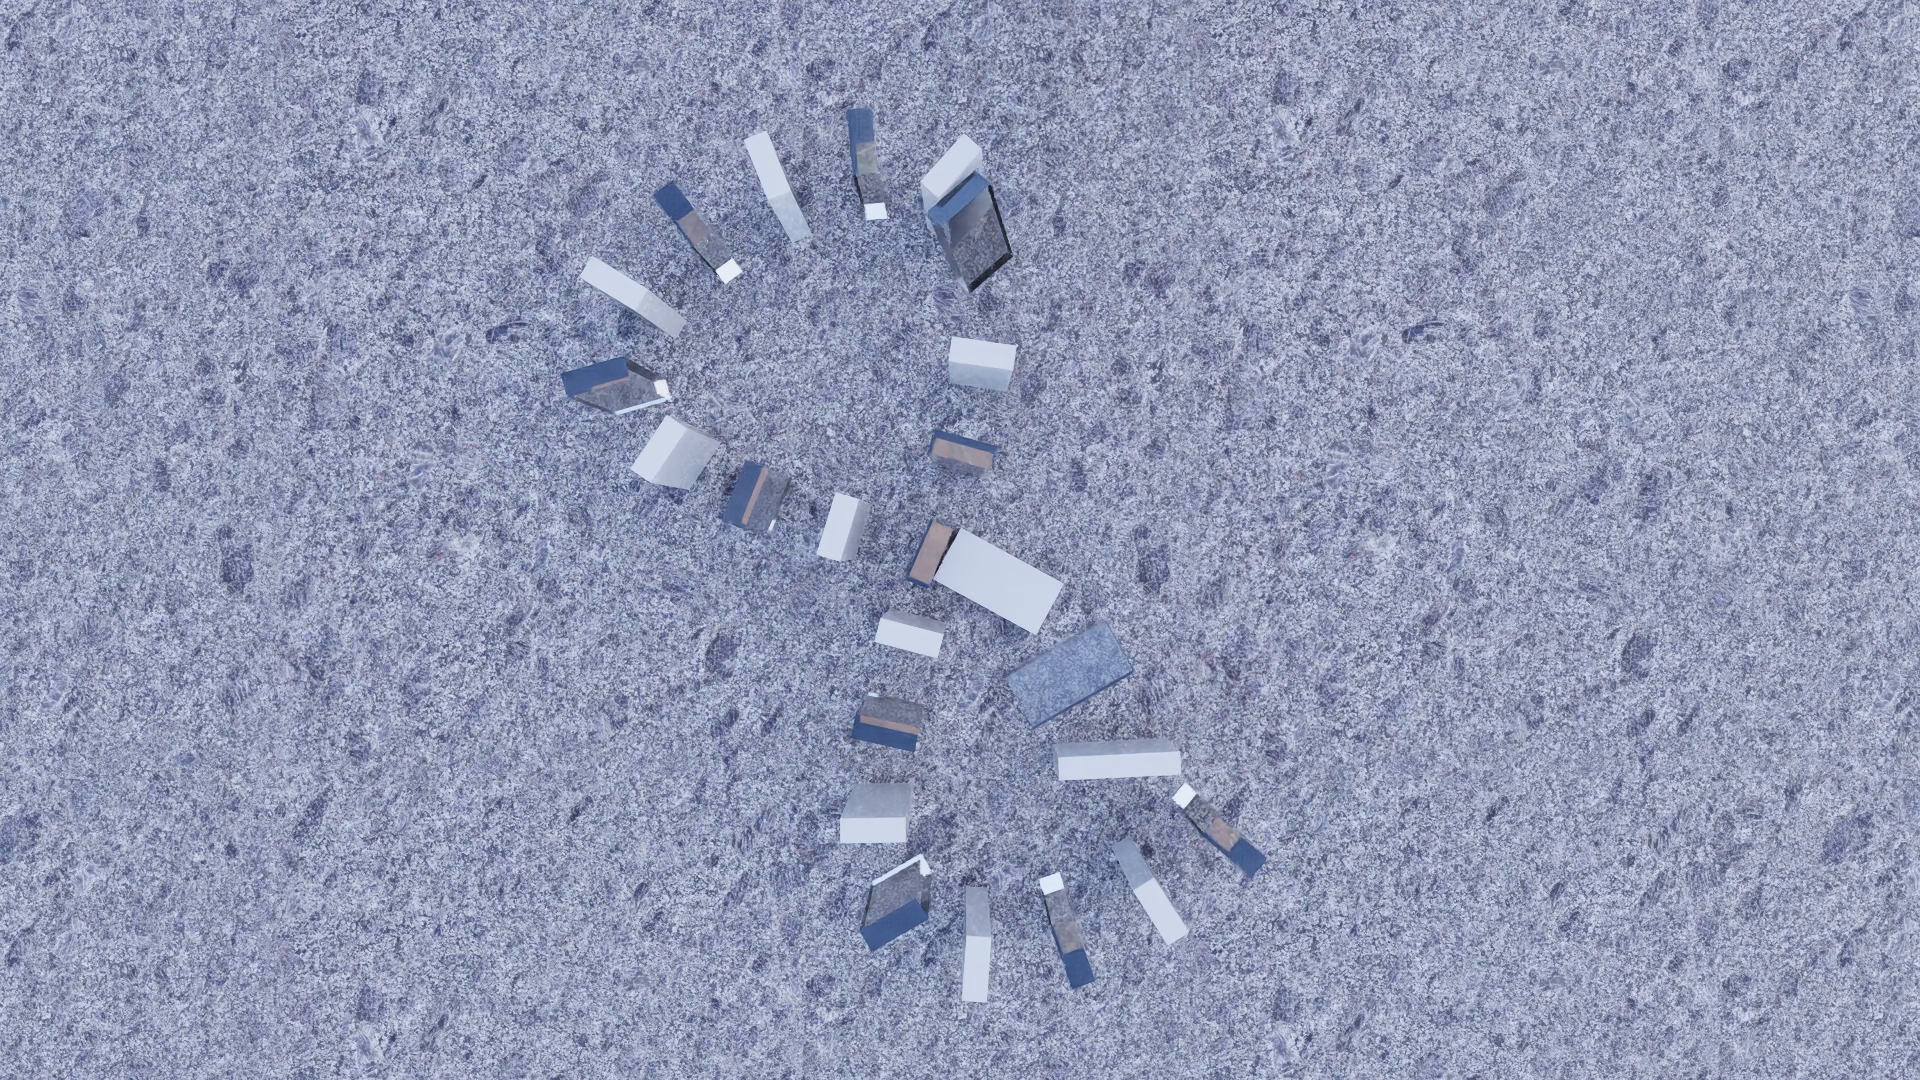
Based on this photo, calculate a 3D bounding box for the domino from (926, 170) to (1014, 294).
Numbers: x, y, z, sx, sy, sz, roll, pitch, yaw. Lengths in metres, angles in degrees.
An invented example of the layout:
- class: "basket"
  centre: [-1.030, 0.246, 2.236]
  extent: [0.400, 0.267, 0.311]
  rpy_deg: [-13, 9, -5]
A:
- class: "domino"
  centre: [0.005, -0.125, 0.375]
  extent: [0.025, 0.050, 0.010]
  rpy_deg: [-41, 70, 0]

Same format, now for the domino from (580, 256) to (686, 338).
- class: "domino"
  centre: [-0.132, -0.098, 0.375]
  extent: [0.025, 0.050, 0.010]
  rpy_deg: [31, 90, 0]

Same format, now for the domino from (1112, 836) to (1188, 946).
- class: "domino"
  centre: [0.077, 0.142, 0.375]
  extent: [0.009, 0.050, 0.025]
  rpy_deg: [-32, 90, 0]

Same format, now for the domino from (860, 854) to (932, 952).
- class: "domino"
  centre: [-0.025, 0.147, 0.375]
  extent: [0.025, 0.050, 0.010]
  rpy_deg: [-30, 90, 0]

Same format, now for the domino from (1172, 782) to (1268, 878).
- class: "domino"
  centre: [0.105, 0.117, 0.375]
  extent: [0.025, 0.050, 0.010]
  rpy_deg: [40, 90, 0]

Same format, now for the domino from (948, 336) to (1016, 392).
- class: "domino"
  centre: [0.009, -0.071, 0.375]
  extent: [0.025, 0.050, 0.009]
  rpy_deg: [8, 90, 0]

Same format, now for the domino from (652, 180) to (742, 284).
- class: "domino"
  centre: [-0.106, -0.125, 0.375]
  extent: [0.009, 0.050, 0.025]
  rpy_deg: [-36, 90, 0]

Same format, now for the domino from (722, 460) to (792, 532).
- class: "domino"
  centre: [-0.082, -0.017, 0.375]
  extent: [0.009, 0.050, 0.025]
  rpy_deg: [22, 90, 0]

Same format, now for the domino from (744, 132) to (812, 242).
- class: "domino"
  centre: [-0.074, -0.143, 0.375]
  extent: [0.009, 0.050, 0.025]
  rpy_deg: [-22, 90, 0]

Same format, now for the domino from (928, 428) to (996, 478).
- class: "domino"
  centre: [0.001, -0.035, 0.375]
  extent: [0.025, 0.050, 0.009]
  rpy_deg: [16, 90, 0]

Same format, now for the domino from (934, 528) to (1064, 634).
- class: "domino"
  centre: [0.016, 0.018, 0.395]
  extent: [0.050, 0.010, 0.025]
  rpy_deg: [29, 90, 0]

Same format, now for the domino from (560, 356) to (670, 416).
- class: "domino"
  centre: [-0.139, -0.062, 0.375]
  extent: [0.025, 0.050, 0.010]
  rpy_deg: [-16, 90, 0]

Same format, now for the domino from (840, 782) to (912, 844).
- class: "domino"
  centre: [-0.033, 0.111, 0.375]
  extent: [0.025, 0.050, 0.009]
  rpy_deg: [-1, 90, 0]

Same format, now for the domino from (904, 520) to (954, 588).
- class: "domino"
  centre: [-0.012, 0.005, 0.375]
  extent: [0.009, 0.050, 0.025]
  rpy_deg: [24, 90, 0]

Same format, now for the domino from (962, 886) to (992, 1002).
- class: "domino"
  centre: [0.006, 0.164, 0.375]
  extent: [0.010, 0.050, 0.025]
  rpy_deg: [4, 90, 0]

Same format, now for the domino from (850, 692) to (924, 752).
- class: "domino"
  centre: [-0.029, 0.074, 0.375]
  extent: [0.025, 0.050, 0.009]
  rpy_deg: [13, 90, 0]

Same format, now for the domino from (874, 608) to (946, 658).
- class: "domino"
  centre: [-0.019, 0.037, 0.375]
  extent: [0.025, 0.050, 0.009]
  rpy_deg: [15, 90, 0]

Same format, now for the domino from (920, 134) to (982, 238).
- class: "domino"
  centre: [-0.003, -0.143, 0.375]
  extent: [0.009, 0.050, 0.025]
  rpy_deg: [42, 90, 2]

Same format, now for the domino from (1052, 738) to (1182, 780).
- class: "domino"
  centre: [0.065, 0.092, 0.388]
  extent: [0.050, 0.025, 0.009]
  rpy_deg: [-3, 90, 0]

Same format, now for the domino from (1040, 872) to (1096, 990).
- class: "domino"
  centre: [0.043, 0.158, 0.375]
  extent: [0.009, 0.050, 0.025]
  rpy_deg: [-20, 90, 0]

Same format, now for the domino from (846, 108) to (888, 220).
- class: "domino"
  centre: [-0.037, -0.153, 0.375]
  extent: [0.010, 0.050, 0.025]
  rpy_deg: [-5, 90, 0]

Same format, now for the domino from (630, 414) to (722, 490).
- class: "domino"
  centre: [-0.115, -0.035, 0.375]
  extent: [0.009, 0.050, 0.025]
  rpy_deg: [34, 90, 0]

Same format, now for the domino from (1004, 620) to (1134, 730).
- class: "domino"
  centre: [0.047, 0.058, 0.395]
  extent: [0.050, 0.010, 0.025]
  rpy_deg: [-29, 90, 0]

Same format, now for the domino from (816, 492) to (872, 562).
- class: "domino"
  centre: [-0.047, -0.005, 0.375]
  extent: [0.009, 0.050, 0.025]
  rpy_deg: [17, 90, 0]
